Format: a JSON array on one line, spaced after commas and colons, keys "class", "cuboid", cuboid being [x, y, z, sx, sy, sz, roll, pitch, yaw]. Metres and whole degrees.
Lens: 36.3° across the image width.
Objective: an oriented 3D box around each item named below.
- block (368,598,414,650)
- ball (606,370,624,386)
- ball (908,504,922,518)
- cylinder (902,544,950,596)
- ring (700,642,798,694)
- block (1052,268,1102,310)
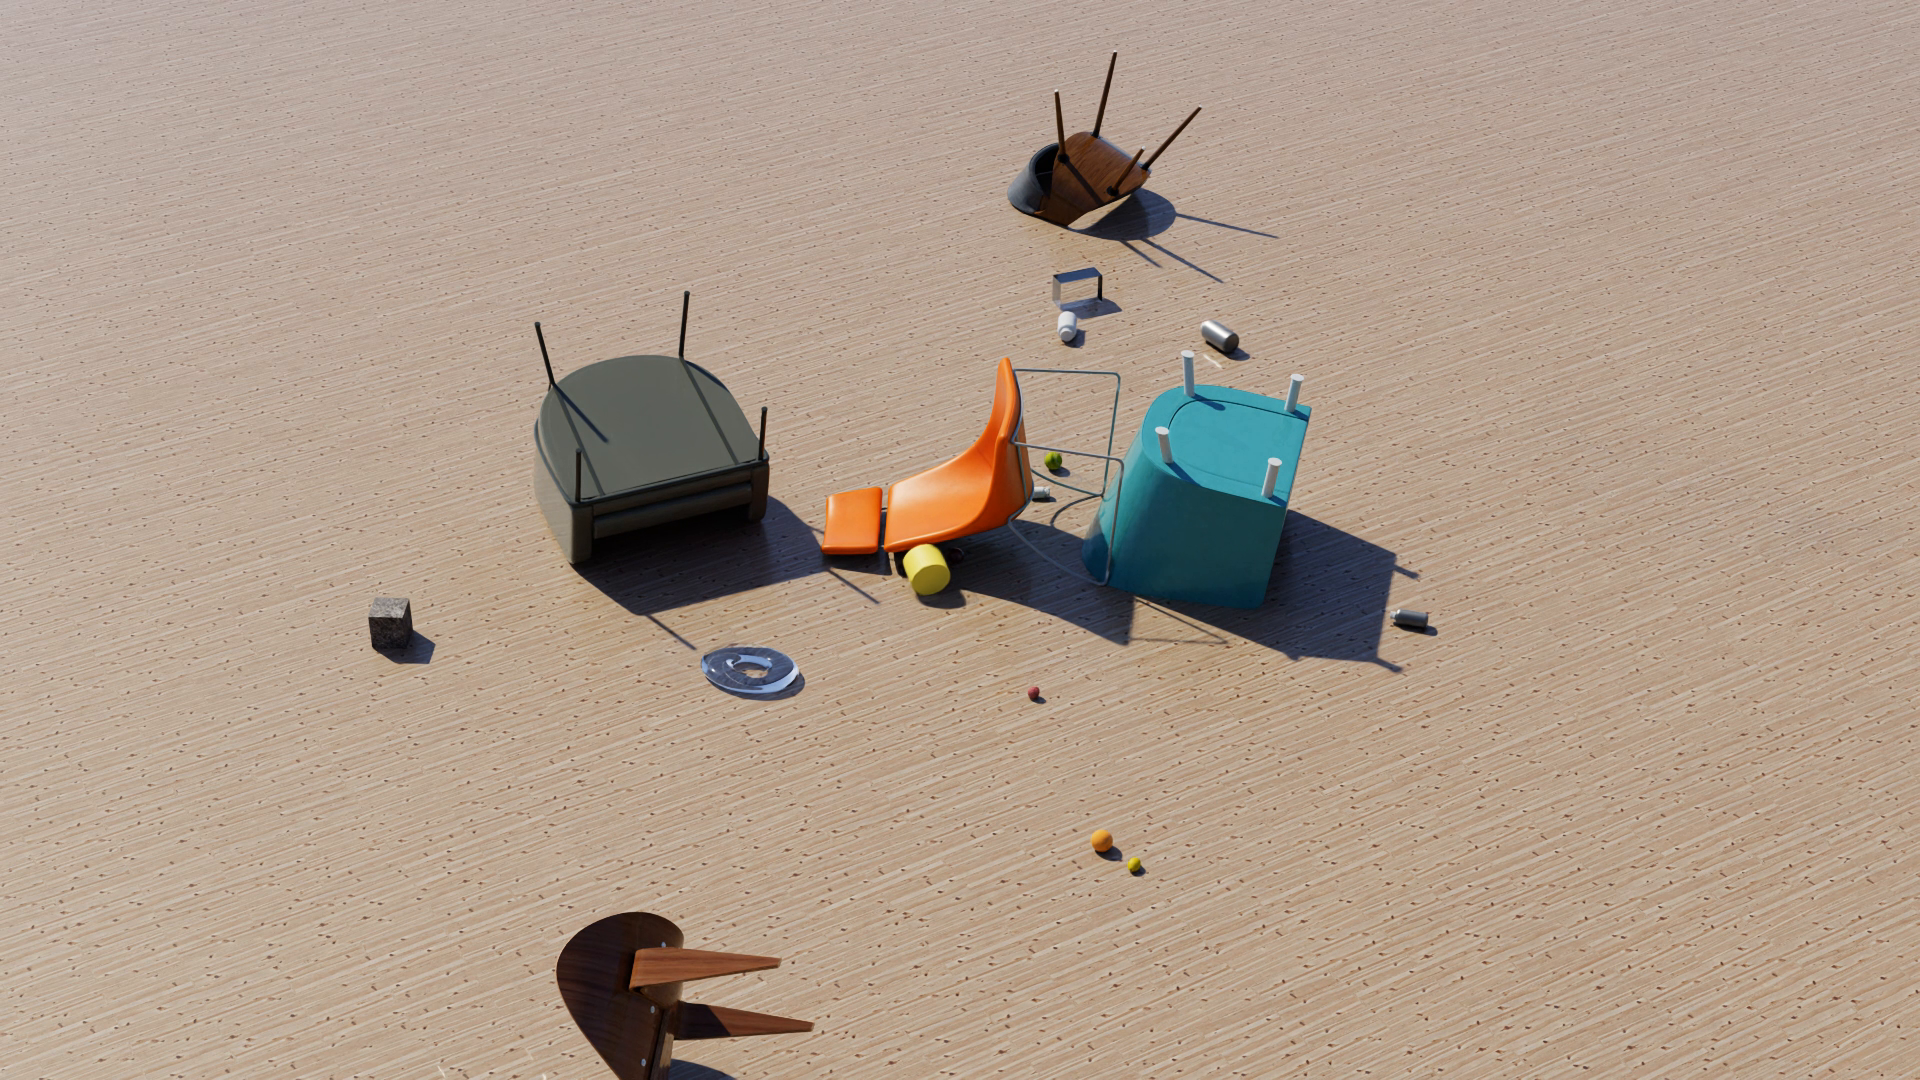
[{"class": "block", "cuboid": [-2.014, 0.294, 10.375, 0.122, 0.135, 0.121, 1, 33, 2]}, {"class": "ball", "cuboid": [-1.398, -0.656, 11.879, 0.067, 0.067, 0.067, 0, 33, 0]}, {"class": "ball", "cuboid": [-0.169, -0.110, 11.059, 0.057, 0.057, 0.057, 0, 33, 0]}, {"class": "cylinder", "cuboid": [-0.122, 0.108, 10.662, 0.147, 0.129, 0.136, -22, 36, -1]}, {"class": "ring", "cuboid": [-0.734, 0.446, 10.220, 0.363, 0.053, 0.258, 13, 36, 20]}, {"class": "block", "cuboid": [0.498, -1.068, 12.452, 0.194, 0.125, 0.085, -13, 35, -18]}]
